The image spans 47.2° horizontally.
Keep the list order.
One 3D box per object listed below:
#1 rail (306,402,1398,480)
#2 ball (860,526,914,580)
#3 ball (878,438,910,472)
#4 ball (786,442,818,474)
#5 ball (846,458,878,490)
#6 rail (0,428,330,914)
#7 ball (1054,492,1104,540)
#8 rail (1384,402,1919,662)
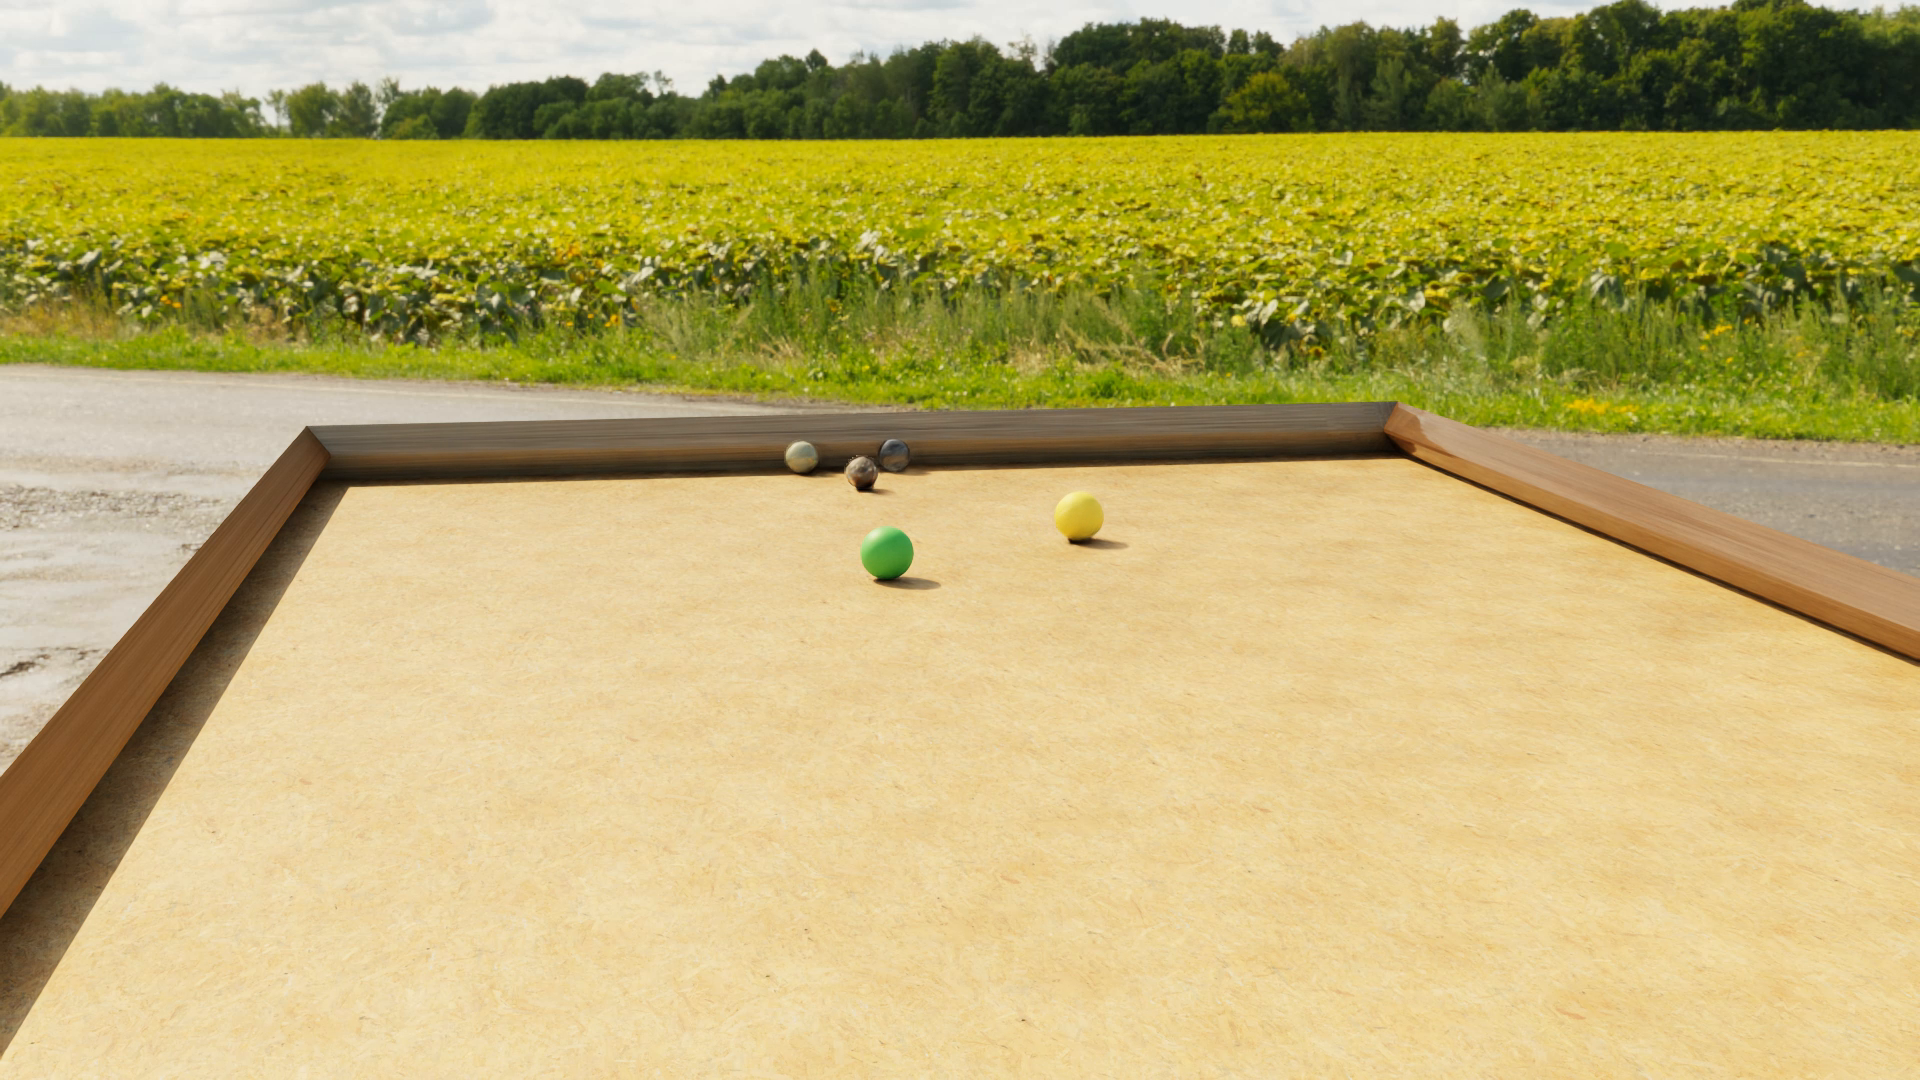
[{"bbox_3d":[-0.154,-0.183,4.060,2.038,0.097,0.045,-2,11,-10],"label":"rail"},{"bbox_3d":[-0.102,0.018,3.071,0.075,0.075,0.075,0,11,0],"label":"ball"},{"bbox_3d":[-0.121,-0.156,4.022,0.060,0.060,0.060,0,11,0],"label":"ball"},{"bbox_3d":[-0.287,-0.150,3.995,0.059,0.059,0.059,0,11,0],"label":"ball"},{"bbox_3d":[-0.171,-0.116,3.827,0.056,0.056,0.056,0,11,0],"label":"ball"},{"bbox_3d":[-0.823,0.187,2.123,0.045,0.097,3.704,-2,11,-10],"label":"rail"},{"bbox_3d":[0.182,-0.036,3.356,0.075,0.075,0.075,0,11,0],"label":"ball"},{"bbox_3d":[1.139,0.123,2.456,0.045,0.097,3.704,-2,11,-10],"label":"rail"}]
